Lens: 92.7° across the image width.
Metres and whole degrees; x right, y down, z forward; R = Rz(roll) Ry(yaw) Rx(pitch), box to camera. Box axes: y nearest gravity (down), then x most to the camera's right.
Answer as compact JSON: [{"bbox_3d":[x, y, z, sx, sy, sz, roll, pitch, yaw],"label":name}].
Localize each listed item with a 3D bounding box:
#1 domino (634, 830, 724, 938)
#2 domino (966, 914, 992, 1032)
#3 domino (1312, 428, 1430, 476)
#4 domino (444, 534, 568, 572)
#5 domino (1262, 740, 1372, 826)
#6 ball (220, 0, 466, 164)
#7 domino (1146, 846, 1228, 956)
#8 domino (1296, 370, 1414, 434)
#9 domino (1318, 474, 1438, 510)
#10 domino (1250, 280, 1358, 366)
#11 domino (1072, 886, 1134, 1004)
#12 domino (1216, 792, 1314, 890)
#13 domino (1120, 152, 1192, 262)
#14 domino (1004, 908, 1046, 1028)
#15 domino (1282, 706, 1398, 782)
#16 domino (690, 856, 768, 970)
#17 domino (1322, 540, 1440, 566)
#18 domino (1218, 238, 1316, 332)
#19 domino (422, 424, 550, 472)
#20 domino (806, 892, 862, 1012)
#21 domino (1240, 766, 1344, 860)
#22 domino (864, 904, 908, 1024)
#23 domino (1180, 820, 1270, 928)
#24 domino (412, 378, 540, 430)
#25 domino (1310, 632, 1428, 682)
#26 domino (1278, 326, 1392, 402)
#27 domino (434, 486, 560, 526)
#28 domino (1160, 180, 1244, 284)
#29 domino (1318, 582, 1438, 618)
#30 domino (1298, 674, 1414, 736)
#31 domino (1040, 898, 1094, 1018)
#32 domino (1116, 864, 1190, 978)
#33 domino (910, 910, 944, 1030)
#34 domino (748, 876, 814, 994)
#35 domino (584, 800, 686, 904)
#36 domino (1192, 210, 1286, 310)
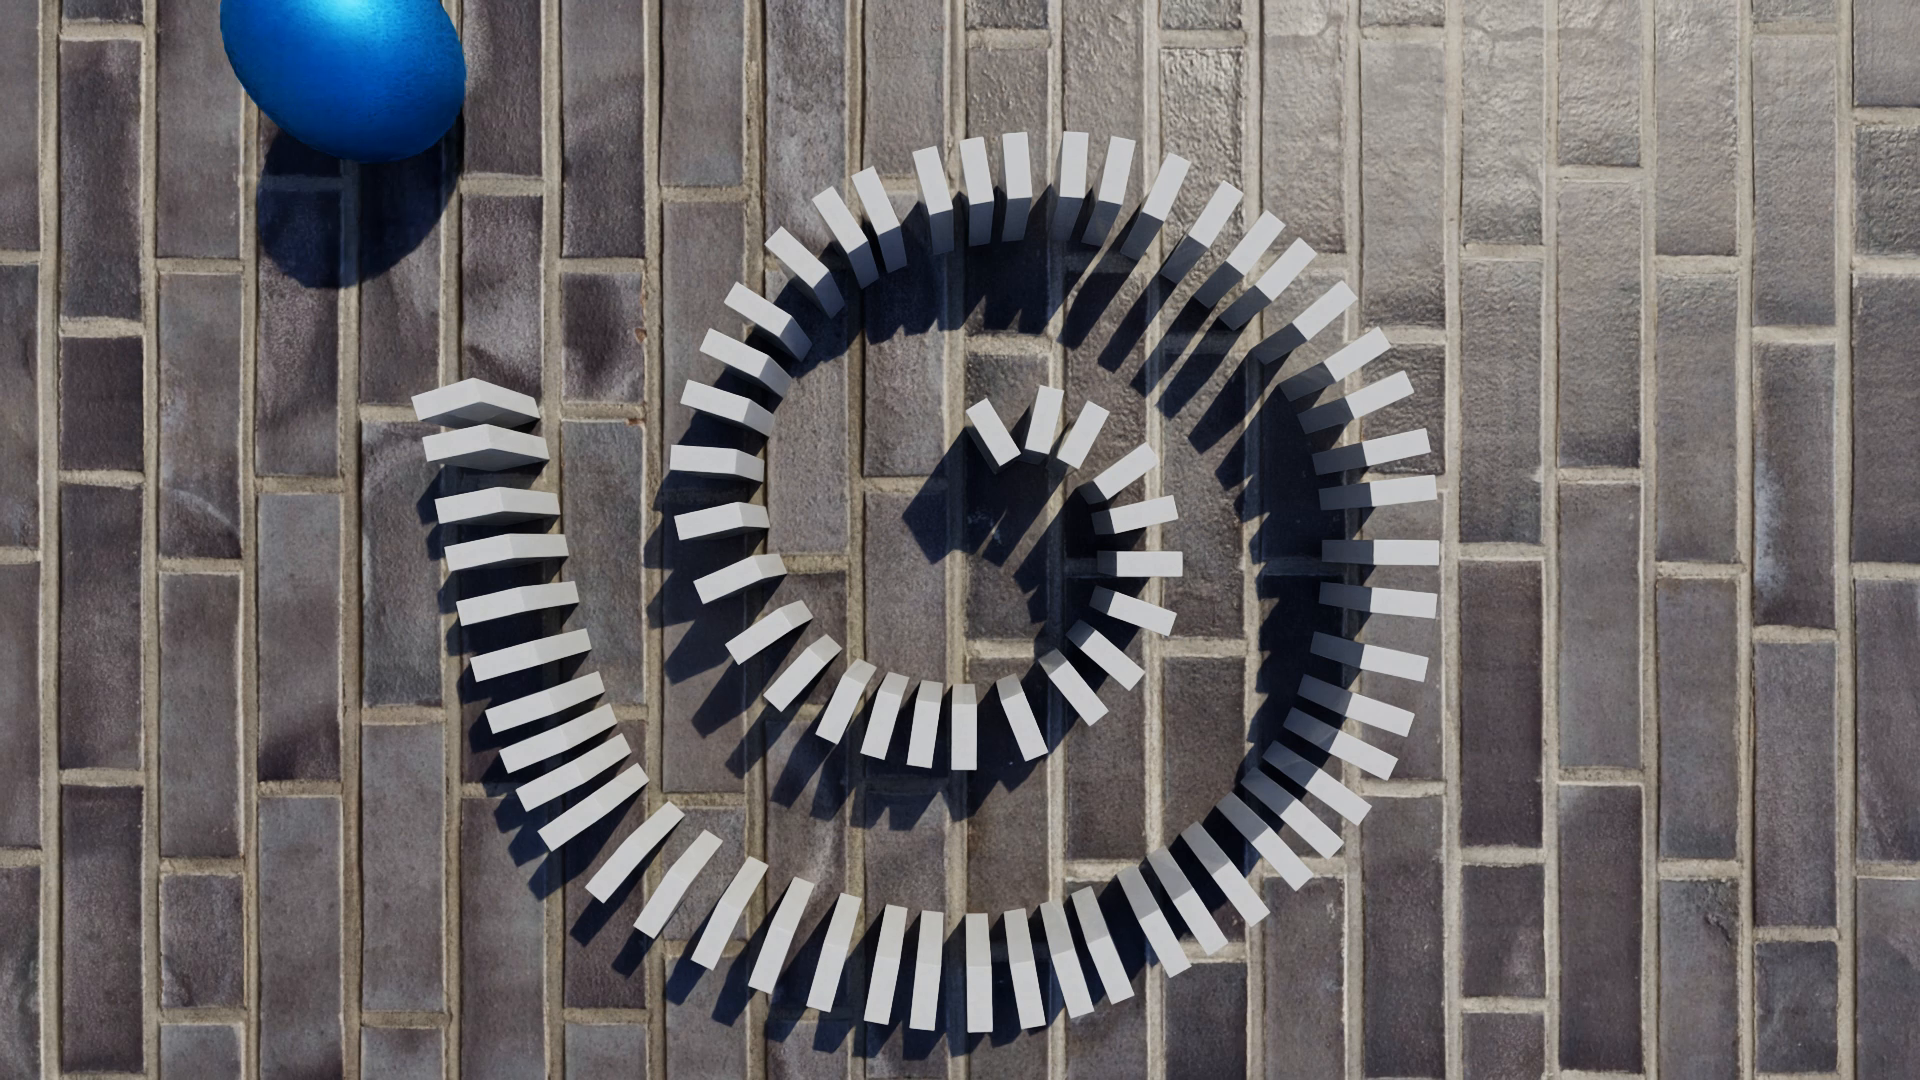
[{"bbox_3d":[-0.114,0.139,0.375,0.010,0.050,0.025,33,90,0],"label":"domino"},{"bbox_3d":[0.007,0.176,0.375,0.009,0.050,0.025,-1,90,0],"label":"domino"},{"bbox_3d":[0.167,-0.035,0.375,0.025,0.050,0.010,-12,90,0],"label":"domino"},{"bbox_3d":[-0.184,0.005,0.375,0.025,0.050,0.009,-12,90,0],"label":"domino"},{"bbox_3d":[0.145,0.098,0.375,0.025,0.050,0.009,36,90,0],"label":"domino"},{"bbox_3d":[-0.239,-0.191,0.360,0.080,0.080,0.080,0,90,0],"label":"ball"},{"bbox_3d":[0.092,0.146,0.375,0.009,0.050,0.025,-33,90,0],"label":"domino"},{"bbox_3d":[0.160,-0.055,0.375,0.025,0.050,0.010,-24,90,0],"label":"domino"},{"bbox_3d":[0.169,-0.019,0.375,0.025,0.050,0.009,-6,90,0],"label":"domino"},{"bbox_3d":[0.139,-0.088,0.375,0.025,0.050,0.009,-40,90,0],"label":"domino"},{"bbox_3d":[0.058,0.164,0.375,0.010,0.050,0.025,-23,90,0],"label":"domino"},{"bbox_3d":[0.123,0.122,0.375,0.010,0.050,0.025,-43,90,0],"label":"domino"},{"bbox_3d":[0.079,-0.135,0.375,0.009,0.050,0.025,24,90,0],"label":"domino"},{"bbox_3d":[0.026,0.174,0.375,0.010,0.050,0.025,-10,90,0],"label":"domino"},{"bbox_3d":[0.154,0.082,0.375,0.025,0.050,0.009,26,90,0],"label":"domino"},{"bbox_3d":[-0.093,0.151,0.375,0.010,0.050,0.025,26,90,0],"label":"domino"},{"bbox_3d":[0.171,0.005,0.375,0.025,0.050,0.010,1,90,0],"label":"domino"},{"bbox_3d":[0.125,-0.103,0.375,0.009,0.050,0.025,43,90,0],"label":"domino"},{"bbox_3d":[-0.192,-0.037,0.375,0.025,0.050,0.009,-12,90,0],"label":"domino"},{"bbox_3d":[-0.051,0.167,0.375,0.009,0.050,0.025,16,90,0],"label":"domino"},{"bbox_3d":[0.134,0.111,0.375,0.025,0.050,0.010,42,90,0],"label":"domino"},{"bbox_3d":[-0.030,0.172,0.375,0.009,0.050,0.025,11,90,0],"label":"domino"},{"bbox_3d":[0.107,0.135,0.375,0.010,0.050,0.025,-37,90,0],"label":"domino"},{"bbox_3d":[-0.196,-0.054,0.375,0.025,0.050,0.009,-17,90,0],"label":"domino"},{"bbox_3d":[0.166,0.047,0.375,0.025,0.050,0.010,12,90,0],"label":"domino"},{"bbox_3d":[0.152,-0.071,0.375,0.025,0.050,0.009,-33,90,0],"label":"domino"},{"bbox_3d":[-0.188,-0.013,0.375,0.025,0.050,0.009,-11,90,0],"label":"domino"},{"bbox_3d":[0.098,-0.124,0.375,0.010,0.050,0.025,33,90,0],"label":"domino"},{"bbox_3d":[0.169,0.024,0.375,0.025,0.050,0.010,6,90,0],"label":"domino"},{"bbox_3d":[0.160,0.067,0.375,0.025,0.050,0.009,19,90,0],"label":"domino"},{"bbox_3d":[0.043,0.170,0.375,0.009,0.050,0.025,-17,90,0],"label":"domino"},{"bbox_3d":[0.078,0.154,0.375,0.009,0.050,0.025,-29,90,0],"label":"domino"},{"bbox_3d":[-0.013,0.175,0.375,0.010,0.050,0.025,6,90,0],"label":"domino"},{"bbox_3d":[-0.072,0.160,0.375,0.010,0.050,0.025,21,90,0],"label":"domino"},{"bbox_3d":[-0.132,0.126,0.375,0.010,0.050,0.025,41,90,0],"label":"domino"},{"bbox_3d":[0.113,-0.113,0.375,0.010,0.050,0.025,39,90,0],"label":"domino"}]
